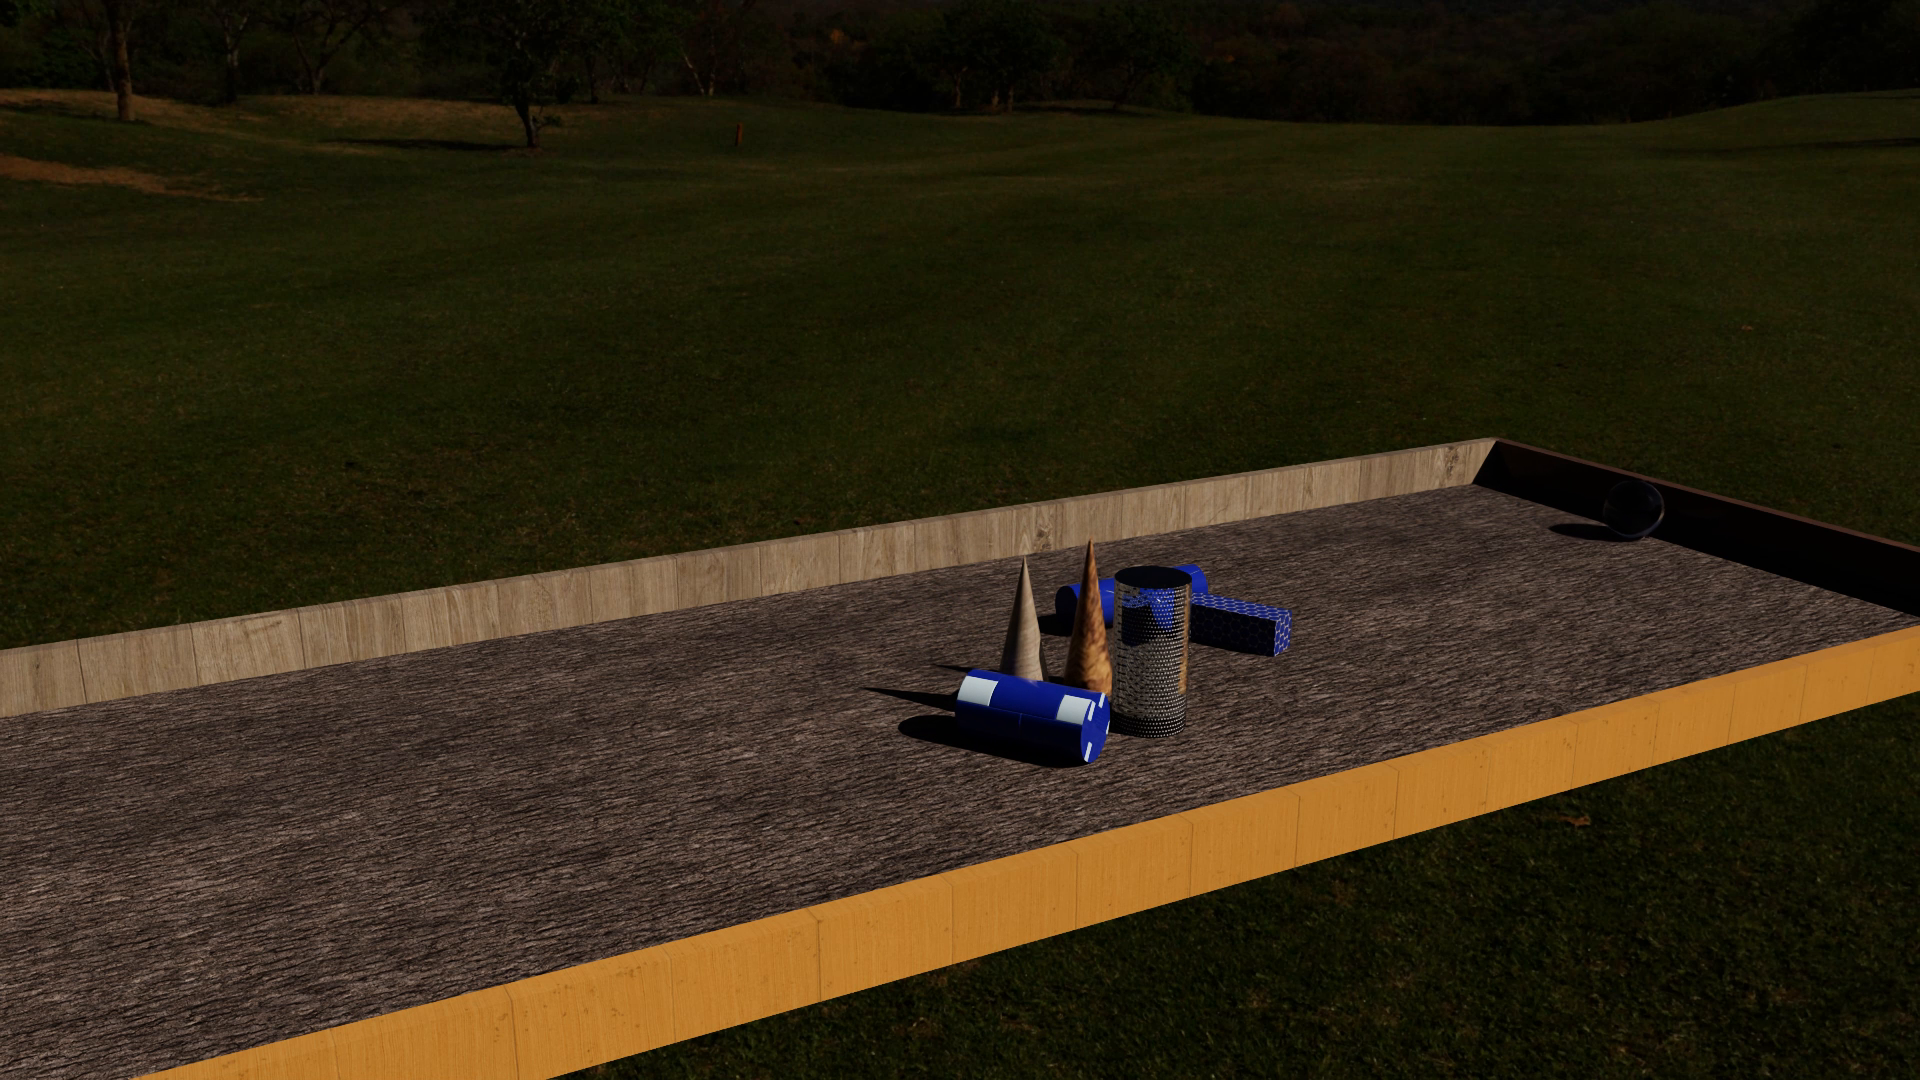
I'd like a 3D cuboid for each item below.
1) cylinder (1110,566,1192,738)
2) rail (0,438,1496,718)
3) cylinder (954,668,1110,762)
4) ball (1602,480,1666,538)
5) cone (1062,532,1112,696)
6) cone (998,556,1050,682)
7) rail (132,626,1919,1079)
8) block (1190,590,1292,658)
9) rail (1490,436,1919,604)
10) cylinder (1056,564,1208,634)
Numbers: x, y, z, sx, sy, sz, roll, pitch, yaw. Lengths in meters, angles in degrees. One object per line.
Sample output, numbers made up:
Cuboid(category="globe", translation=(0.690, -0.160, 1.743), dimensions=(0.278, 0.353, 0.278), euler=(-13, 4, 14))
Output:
Cuboid(category="cylinder", translation=(0.443, 0.259, 3.834), dimensions=(0.177, 0.361, 0.177), euler=(0, 16, 0))
Cuboid(category="rail", translation=(-3.305, 0.497, 3.399), dimensions=(12.000, 0.150, 0.050), euler=(-9, 18, -27))
Cuboid(category="cylinder", translation=(0.163, 0.395, 3.731), dimensions=(0.312, 0.158, 0.158), euler=(9, 18, 27))
Cuboid(category="ball", translation=(2.191, -0.102, 5.365), dimensions=(0.190, 0.190, 0.190), euler=(0, 16, 0))
Cuboid(category="cone", translation=(0.317, 0.175, 4.035), dimensions=(0.132, 0.408, 0.132), euler=(0, 17, 0))
Cuboid(category="cone", translation=(0.150, 0.224, 3.880), dimensions=(0.160, 0.402, 0.160), euler=(0, 16, 0))
Cuboid(category="rail", translation=(-2.336, 1.006, 1.665), dimensions=(12.000, 0.150, 0.050), euler=(-9, 18, -27))
Cuboid(category="block", translation=(0.711, 0.219, 4.431), dimensions=(0.339, 0.101, 0.101), euler=(11, 20, 34))
Cuboid(category="rail", translation=(2.466, -0.048, 5.253), dimensions=(0.050, 0.150, 2.100), euler=(-9, 18, -27))
Cuboid(category="cylinder", translation=(0.478, 0.160, 4.577), dimensions=(0.422, 0.130, 0.130), euler=(-9, 19, -27))
